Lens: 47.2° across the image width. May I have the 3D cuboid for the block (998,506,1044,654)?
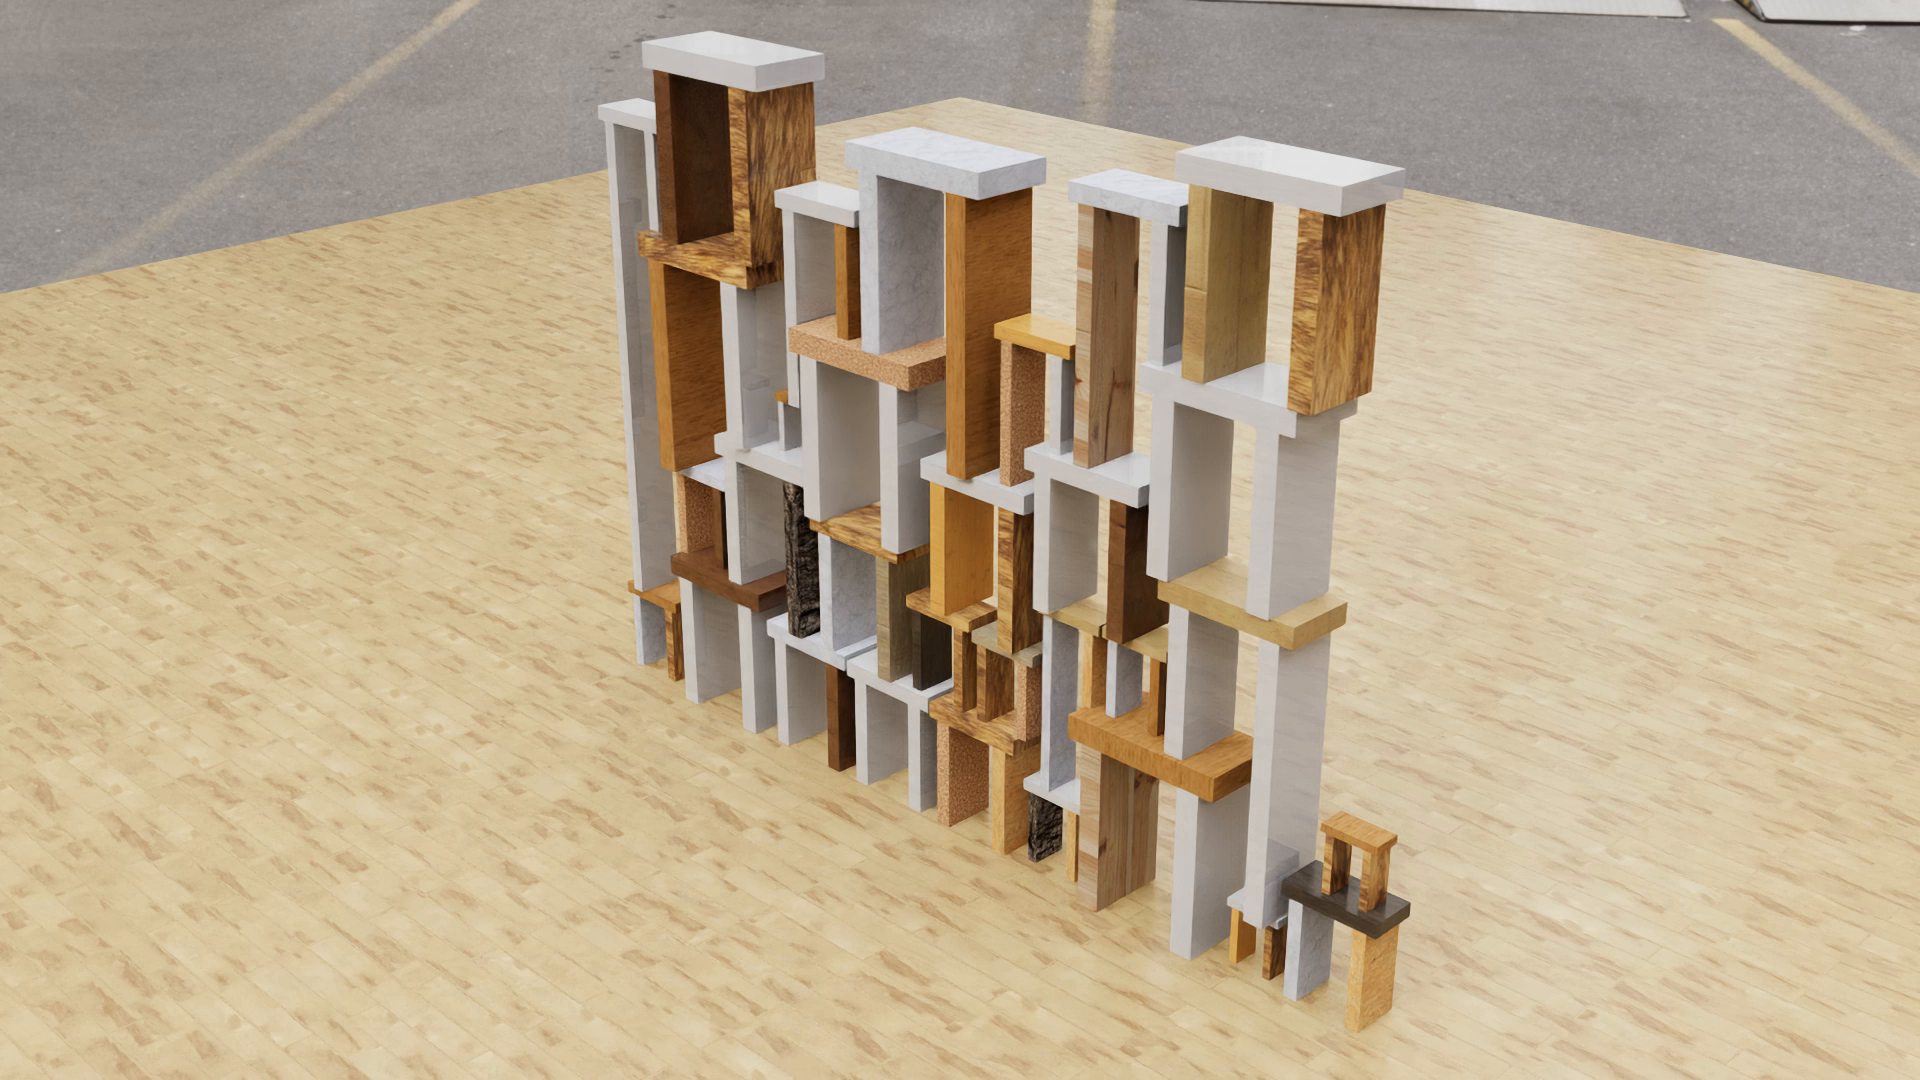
[{"bbox_3d":[0.131,0.058,4.114,0.038,0.288,0.134,21,31,41],"label":"block"}]

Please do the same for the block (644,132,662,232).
[{"bbox_3d":[-0.597,-0.749,4.546,0.103,0.205,0.029,-22,31,-40],"label":"block"}]

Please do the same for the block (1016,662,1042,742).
[{"bbox_3d":[0.145,0.296,4.187,0.023,0.161,0.081,21,31,41],"label":"block"}]

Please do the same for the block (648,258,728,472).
[{"bbox_3d":[-0.563,-0.386,4.668,0.174,0.459,0.049,-21,31,-40],"label":"block"}]

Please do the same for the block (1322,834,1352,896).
[{"bbox_3d":[0.645,0.543,3.754,0.016,0.115,0.058,21,31,41],"label":"block"}]

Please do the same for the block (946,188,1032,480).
[{"bbox_3d":[0.053,-0.384,4.011,0.172,0.531,0.049,-21,31,-41],"label":"block"}]

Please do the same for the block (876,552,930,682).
[{"bbox_3d":[-0.107,0.141,4.399,0.036,0.266,0.128,21,31,41],"label":"block"}]

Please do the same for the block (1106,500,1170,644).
[{"bbox_3d":[0.321,0.038,3.894,0.038,0.267,0.134,21,31,41],"label":"block"}]

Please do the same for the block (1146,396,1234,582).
[{"bbox_3d":[0.395,-0.107,3.753,0.163,0.327,0.046,-21,31,-40],"label":"block"}]

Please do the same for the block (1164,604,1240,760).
[{"bbox_3d":[0.426,0.228,3.860,0.145,0.291,0.041,-21,31,-41],"label":"block"}]

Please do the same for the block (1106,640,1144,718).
[{"bbox_3d":[0.301,0.242,4.005,0.076,0.151,0.021,-21,31,-40],"label":"block"}]

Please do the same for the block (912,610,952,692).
[{"bbox_3d":[-0.055,0.206,4.366,0.024,0.172,0.086,21,31,41],"label":"block"}]

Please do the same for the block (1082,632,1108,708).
[{"bbox_3d":[0.259,0.227,4.039,0.076,0.151,0.021,-21,31,-41],"label":"block"}]

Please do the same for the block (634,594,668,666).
[{"bbox_3d":[-0.707,0.194,5.079,0.025,0.175,0.088,21,31,41],"label":"block"}]

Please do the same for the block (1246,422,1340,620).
[{"bbox_3d":[0.547,-0.046,3.610,0.163,0.327,0.046,-21,31,-40],"label":"block"}]

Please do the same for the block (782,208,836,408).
[{"bbox_3d":[-0.292,-0.465,4.338,0.032,0.400,0.112,21,31,40],"label":"block"}]

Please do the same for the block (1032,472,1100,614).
[{"bbox_3d":[0.194,-0.010,4.009,0.134,0.267,0.038,-21,31,-40],"label":"block"}]

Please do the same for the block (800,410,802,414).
[{"bbox_3d":[-0.295,-0.219,4.443,0.053,0.105,0.015,-21,31,-40],"label":"block"}]

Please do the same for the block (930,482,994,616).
[{"bbox_3d":[0.005,-0.001,4.227,0.038,0.268,0.134,21,31,41],"label":"block"}]

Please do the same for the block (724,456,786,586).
[{"bbox_3d":[-0.428,-0.059,4.665,0.040,0.284,0.142,21,31,41],"label":"block"}]

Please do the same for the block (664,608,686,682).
[{"bbox_3d":[-0.625,0.226,5.002,0.025,0.175,0.088,21,31,41],"label":"block"}]

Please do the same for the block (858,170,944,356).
[{"bbox_3d":[-0.108,-0.534,4.126,0.049,0.344,0.172,21,31,40],"label":"block"}]

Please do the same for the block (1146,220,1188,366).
[{"bbox_3d":[0.365,-0.419,3.644,0.121,0.241,0.034,-21,31,-41],"label":"block"}]

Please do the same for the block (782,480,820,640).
[{"bbox_3d":[-0.294,0.022,4.554,0.142,0.345,0.040,-21,31,-40],"label":"block"}]

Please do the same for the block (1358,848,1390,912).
[{"bbox_3d":[0.699,0.565,3.704,0.016,0.115,0.058,21,31,41],"label":"block"}]

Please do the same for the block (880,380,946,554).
[{"bbox_3d":[-0.075,-0.158,4.237,0.170,0.339,0.048,-21,31,-40],"label":"block"}]

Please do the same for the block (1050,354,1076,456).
[{"bbox_3d":[0.200,-0.249,3.900,0.026,0.182,0.091,21,31,40],"label":"block"}]

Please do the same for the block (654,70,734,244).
[{"bbox_3d":[-0.528,-0.788,4.455,0.174,0.347,0.049,-22,31,-40],"label":"block"}]

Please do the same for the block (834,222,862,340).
[{"bbox_3d":[-0.185,-0.504,4.206,0.032,0.225,0.113,21,31,40],"label":"block"}]

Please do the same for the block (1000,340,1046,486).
[{"bbox_3d":[0.114,-0.239,3.996,0.091,0.275,0.026,-21,31,-41],"label":"block"}]

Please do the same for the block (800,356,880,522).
[{"bbox_3d":[-0.235,-0.221,4.384,0.170,0.339,0.048,-21,31,-40],"label":"block"}]

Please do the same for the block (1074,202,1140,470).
[{"bbox_3d":[0.253,-0.360,3.794,0.034,0.468,0.121,21,31,40],"label":"block"}]

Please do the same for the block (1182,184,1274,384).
[{"bbox_3d":[0.434,-0.429,3.563,0.161,0.322,0.046,-21,31,-40],"label":"block"}]

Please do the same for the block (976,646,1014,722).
[{"bbox_3d":[0.070,0.266,4.257,0.081,0.161,0.023,-21,31,-40],"label":"block"}]

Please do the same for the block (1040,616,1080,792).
[{"bbox_3d":[0.188,0.299,4.147,0.076,0.366,0.021,-21,31,-40],"label":"block"}]

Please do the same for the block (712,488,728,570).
[{"bbox_3d":[-0.485,-0.038,4.740,0.093,0.186,0.026,-21,31,-41],"label":"block"}]

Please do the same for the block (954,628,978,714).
[{"bbox_3d":[0.026,0.241,4.293,0.024,0.179,0.086,21,31,41],"label":"block"}]

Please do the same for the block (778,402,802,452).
[{"bbox_3d":[-0.344,-0.238,4.488,0.053,0.105,0.015,-21,31,-40],"label":"block"}]

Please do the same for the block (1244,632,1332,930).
[{"bbox_3d":[0.562,0.401,3.784,0.145,0.550,0.041,-21,31,-40],"label":"block"}]

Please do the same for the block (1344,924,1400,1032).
[{"bbox_3d":[0.707,0.737,3.771,0.028,0.198,0.099,21,31,41],"label":"block"}]

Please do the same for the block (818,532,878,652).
[{"bbox_3d":[-0.227,0.089,4.509,0.128,0.257,0.036,-21,31,-40],"label":"block"}]

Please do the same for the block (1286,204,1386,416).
[{"bbox_3d":[0.586,-0.369,3.423,0.161,0.322,0.046,-21,31,-40],"label":"block"}]

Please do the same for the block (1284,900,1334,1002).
[{"bbox_3d":[0.614,0.700,3.857,0.028,0.198,0.099,21,31,41],"label":"block"}]

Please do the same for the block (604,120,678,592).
[{"bbox_3d":[-0.692,-0.391,4.805,0.029,1.066,0.103,21,31,41],"label":"block"}]

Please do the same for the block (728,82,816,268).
[{"bbox_3d":[-0.364,-0.724,4.305,0.049,0.347,0.174,21,31,41],"label":"block"}]

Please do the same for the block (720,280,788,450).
[{"bbox_3d":[-0.399,-0.373,4.496,0.174,0.348,0.049,-22,31,-40],"label":"block"}]

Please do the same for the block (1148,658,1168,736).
[{"bbox_3d":[0.372,0.270,3.940,0.076,0.151,0.021,-21,31,-41],"label":"block"}]
